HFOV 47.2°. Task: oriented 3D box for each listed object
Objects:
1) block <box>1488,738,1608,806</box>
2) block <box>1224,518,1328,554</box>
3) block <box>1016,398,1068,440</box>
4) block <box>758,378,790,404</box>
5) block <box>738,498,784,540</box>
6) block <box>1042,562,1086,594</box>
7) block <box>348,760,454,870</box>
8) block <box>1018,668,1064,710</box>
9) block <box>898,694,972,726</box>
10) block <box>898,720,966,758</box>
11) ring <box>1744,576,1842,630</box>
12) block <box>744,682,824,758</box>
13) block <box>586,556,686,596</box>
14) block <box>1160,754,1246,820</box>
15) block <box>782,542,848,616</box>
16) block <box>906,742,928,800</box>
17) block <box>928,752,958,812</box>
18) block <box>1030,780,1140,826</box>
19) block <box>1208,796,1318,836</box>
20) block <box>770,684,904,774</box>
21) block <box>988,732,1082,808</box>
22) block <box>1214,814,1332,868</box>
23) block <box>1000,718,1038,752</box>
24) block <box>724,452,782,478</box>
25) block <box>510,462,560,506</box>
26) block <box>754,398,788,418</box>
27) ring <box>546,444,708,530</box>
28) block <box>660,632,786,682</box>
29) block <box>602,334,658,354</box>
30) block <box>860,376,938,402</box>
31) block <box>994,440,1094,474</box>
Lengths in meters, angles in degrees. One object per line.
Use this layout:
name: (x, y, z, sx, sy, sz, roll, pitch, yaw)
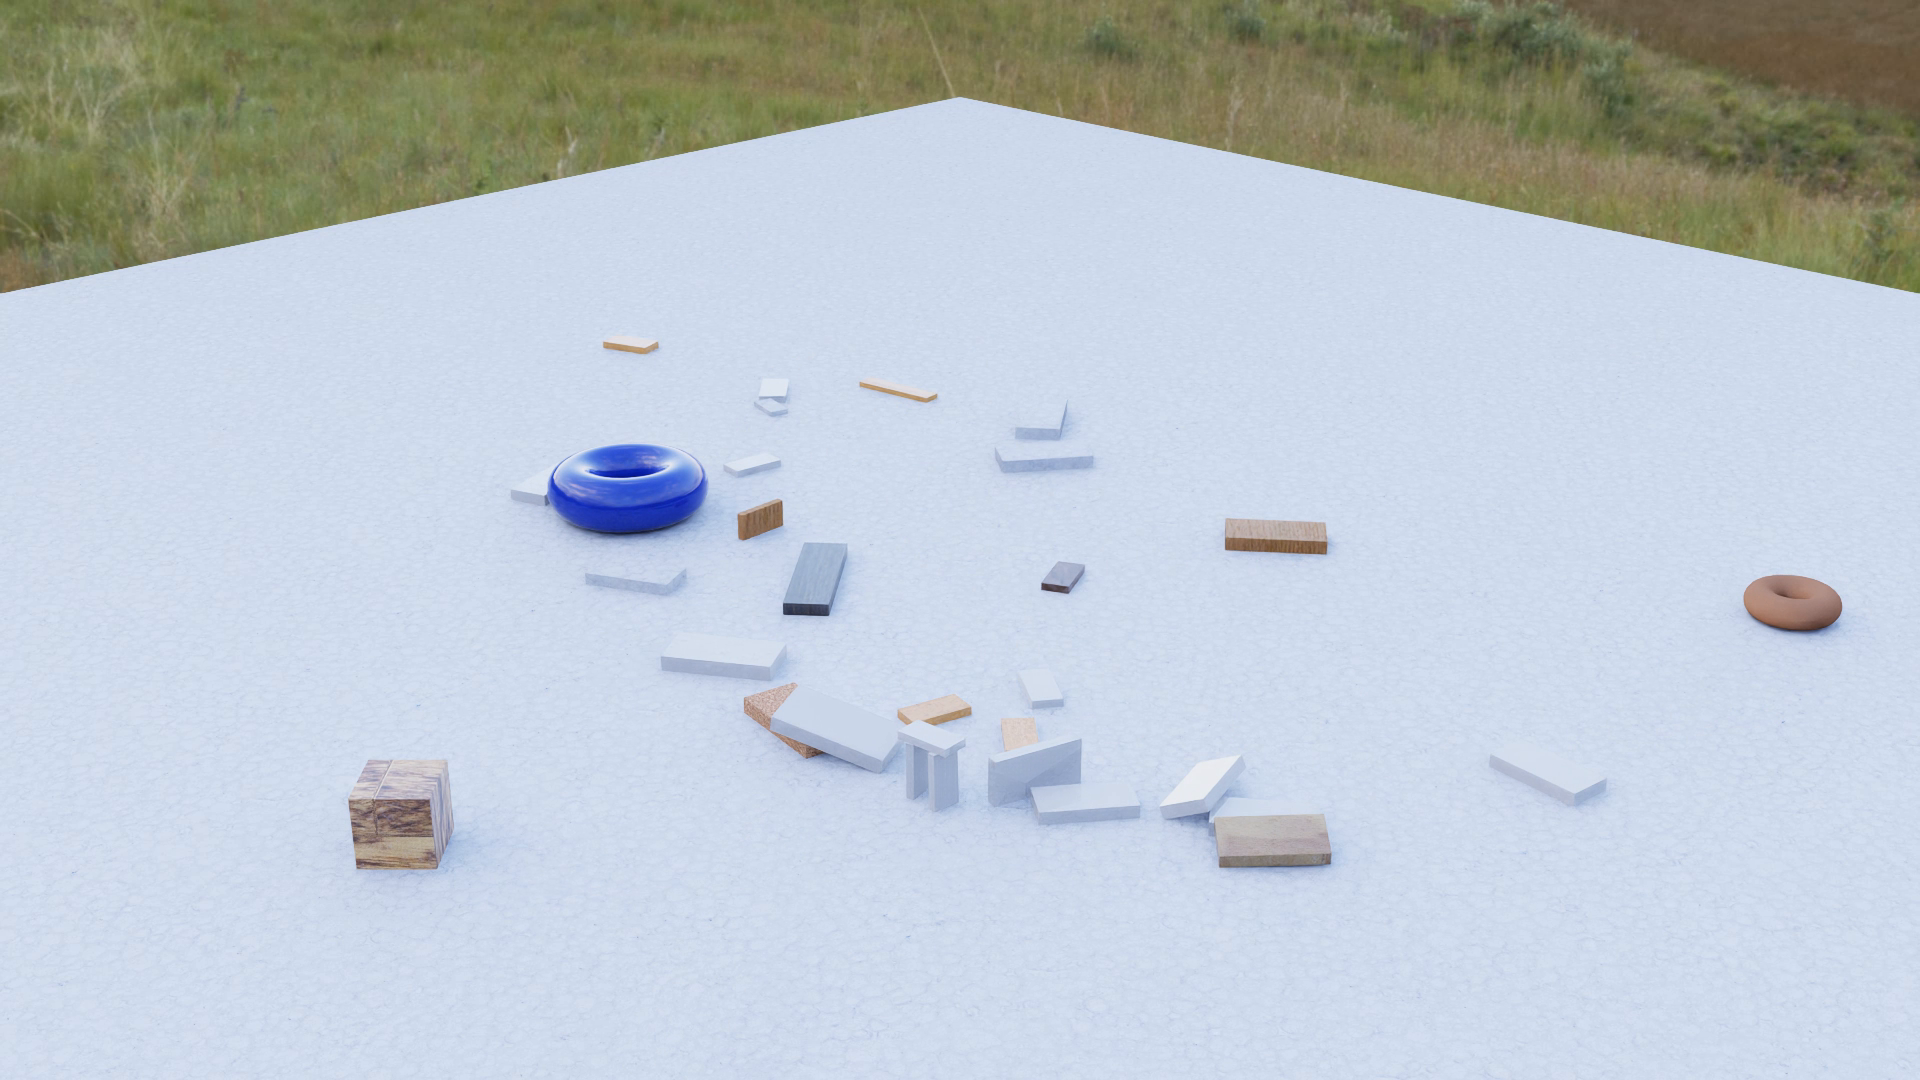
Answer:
block: (1.224, 0.484, 4.582, 0.108, 0.031, 0.216, -17, 28, -35)
block: (0.823, -0.010, 5.737, 0.261, 0.037, 0.131, 2, 23, 6)
block: (0.244, -0.363, 6.568, 0.131, 0.037, 0.267, 3, 23, 7)
block: (-0.576, -0.463, 6.822, 0.082, 0.023, 0.164, 0, 23, 0)
block: (-0.526, -0.054, 5.797, 0.020, 0.072, 0.143, 20, 30, 39)
block: (0.259, 0.093, 5.515, 0.072, 0.020, 0.143, 8, 24, 18)
block: (-1.090, 0.536, 4.299, 0.156, 0.156, 0.156, 0, 23, 0)
block: (0.181, 0.334, 4.947, 0.072, 0.020, 0.153, -4, 23, -9)
block: (-0.056, 0.379, 4.841, 0.147, 0.021, 0.073, -13, 26, -29)
block: (-0.058, 0.403, 4.461, 0.128, 0.018, 0.064, 18, 29, 36)
ring: (2.011, 0.150, 5.313, 0.226, 0.075, 0.226, -1, 22, 0)
block: (-0.349, 0.391, 4.791, 0.130, 0.037, 0.261, -16, 28, -32)
block: (-0.811, 0.090, 5.508, 0.224, 0.032, 0.112, 8, 24, 18)
block: (0.496, 0.503, 4.486, 0.103, 0.029, 0.207, -15, 12, 34)
block: (-0.359, 0.095, 5.496, 0.112, 0.032, 0.376, 2, 23, 4)
block: (-0.086, 0.462, 4.509, 0.018, 0.128, 0.064, 13, 26, 28)
block: (-0.034, 0.482, 4.460, 0.064, 0.128, 0.018, -19, 28, -38)
block: (0.253, 0.533, 4.466, 0.207, 0.029, 0.104, -3, 23, -7)
block: (0.608, 0.560, 4.402, 0.216, 0.031, 0.108, 3, 23, 8)
block: (-0.257, 0.401, 4.679, 0.261, 0.037, 0.131, 20, 36, 15)
block: (0.154, 0.472, 4.516, 0.207, 0.104, 0.029, -13, 26, -27)
block: (0.609, 0.587, 4.295, 0.216, 0.031, 0.108, -2, 37, 1)
block: (0.129, 0.426, 4.731, 0.073, 0.021, 0.147, -1, 23, -3)
block: (-0.589, -0.212, 6.234, 0.147, 0.021, 0.073, -17, 28, -35)
block: (-1.130, -0.155, 6.085, 0.112, 0.032, 0.224, 11, 25, 23)
block: (-0.575, -0.403, 6.690, 0.057, 0.016, 0.114, -13, 26, -29)
ring: (-0.893, -0.144, 5.919, 0.433, 0.144, 0.433, 0, 22, 0)
block: (-0.544, 0.269, 5.079, 0.261, 0.037, 0.130, 5, 23, 11)
block: (-1.085, -0.645, 7.251, 0.164, 0.023, 0.082, 10, 25, 23)
block: (-0.193, -0.468, 6.842, 0.264, 0.016, 0.057, 16, 28, 33)
block: (0.239, -0.238, 6.275, 0.261, 0.037, 0.130, -4, 23, -9)
